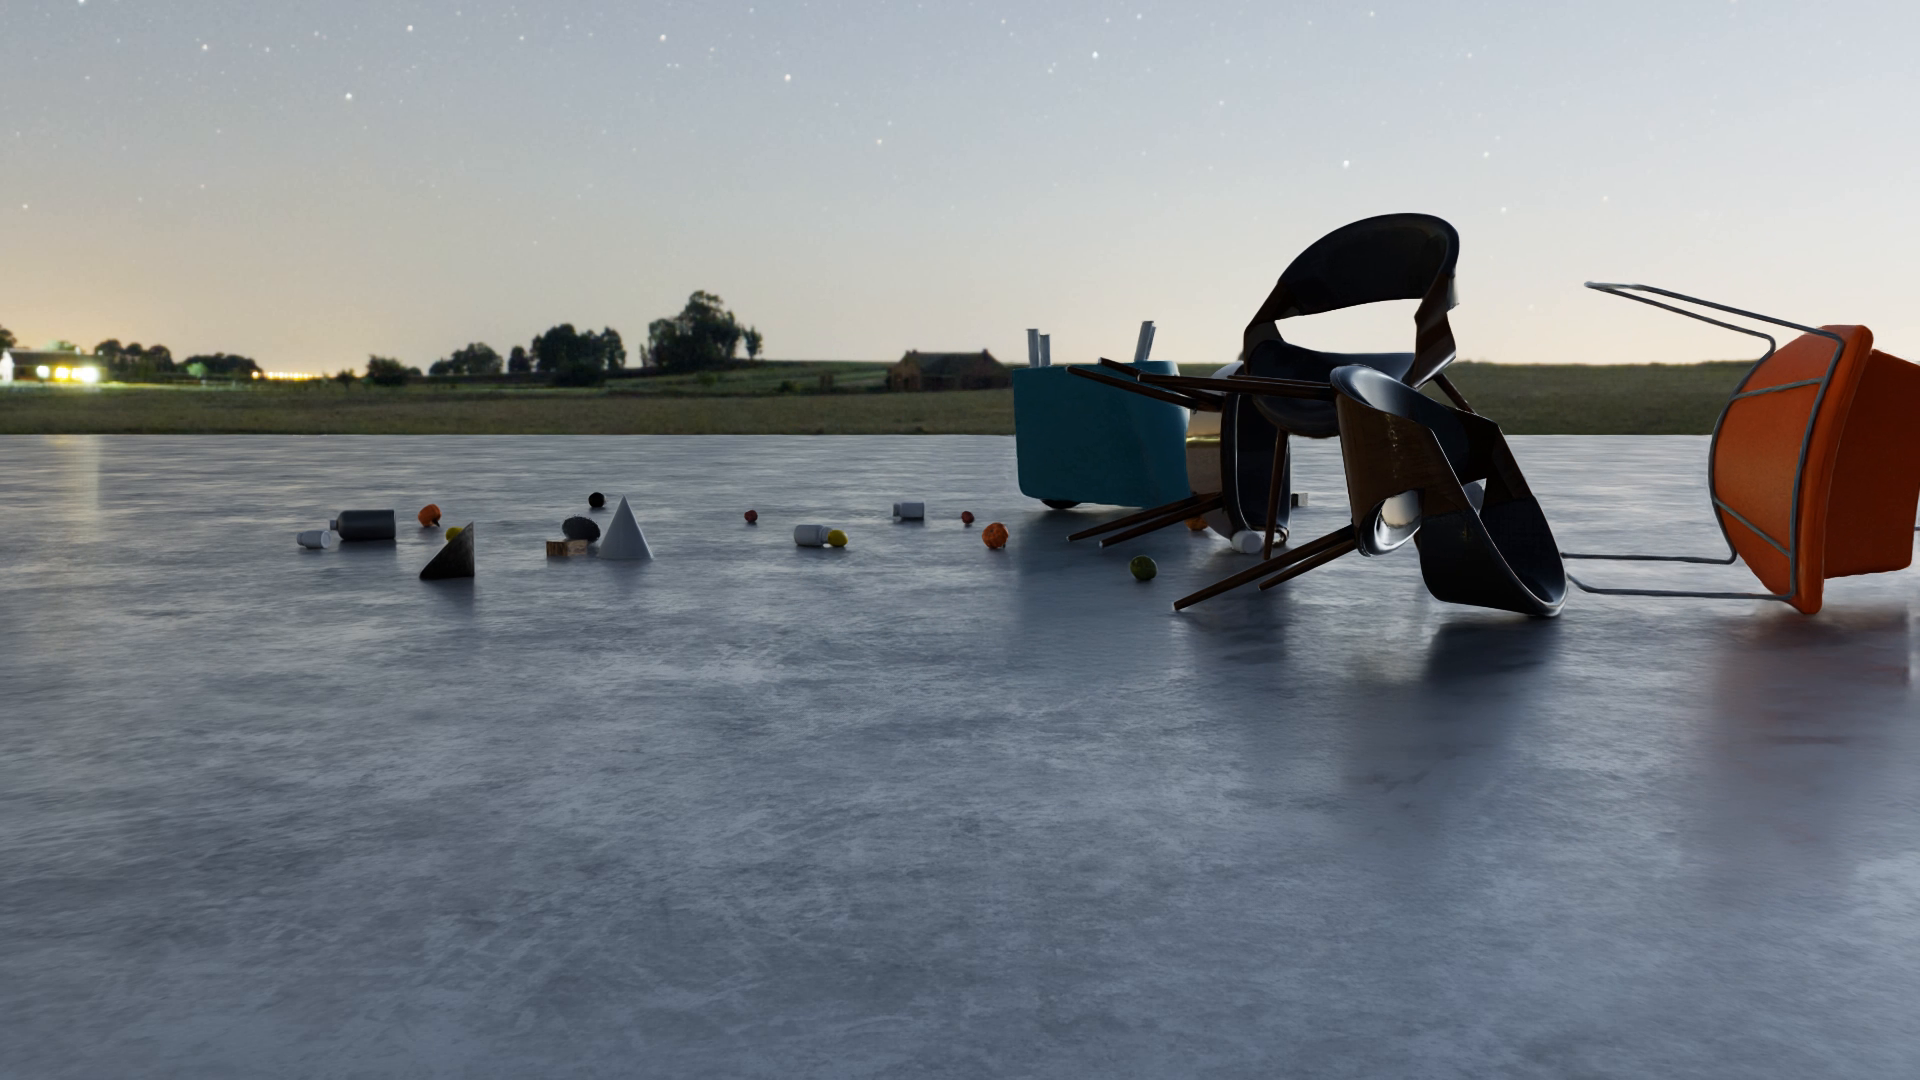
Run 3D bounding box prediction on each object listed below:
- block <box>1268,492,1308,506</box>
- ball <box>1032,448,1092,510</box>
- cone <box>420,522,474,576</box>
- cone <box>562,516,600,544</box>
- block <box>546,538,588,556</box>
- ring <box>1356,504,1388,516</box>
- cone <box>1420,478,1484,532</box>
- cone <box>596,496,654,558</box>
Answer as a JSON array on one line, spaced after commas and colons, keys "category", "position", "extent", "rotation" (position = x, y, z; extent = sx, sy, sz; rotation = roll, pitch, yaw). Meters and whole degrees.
[{"category": "block", "position": [1.271, -0.159, 8.512], "extent": [0.119, 0.049, 0.109], "rotation": [2, 4, 28]}, {"category": "ball", "position": [0.382, -0.229, 8.210], "extent": [0.228, 0.228, 0.228], "rotation": [0, 4, 0]}, {"category": "cone", "position": [-1.199, 0.054, 5.281], "extent": [0.181, 0.094, 0.188], "rotation": [-49, 6, -31]}, {"category": "cone", "position": [-1.093, -0.003, 6.287], "extent": [0.119, 0.107, 0.067], "rotation": [-19, 36, 28]}, {"category": "block", "position": [-1.069, 0.020, 5.984], "extent": [0.066, 0.038, 0.102], "rotation": [2, 4, 22]}, {"category": "ring", "position": [1.475, -0.110, 7.874], "extent": [0.115, 0.038, 0.154], "rotation": [0, 3, 13]}, {"category": "cone", "position": [1.521, -0.071, 6.970], "extent": [0.238, 0.158, 0.234], "rotation": [-31, 6, 40]}, {"category": "cone", "position": [-0.897, -0.038, 5.878], "extent": [0.170, 0.168, 0.117], "rotation": [2, 4, 26]}]
